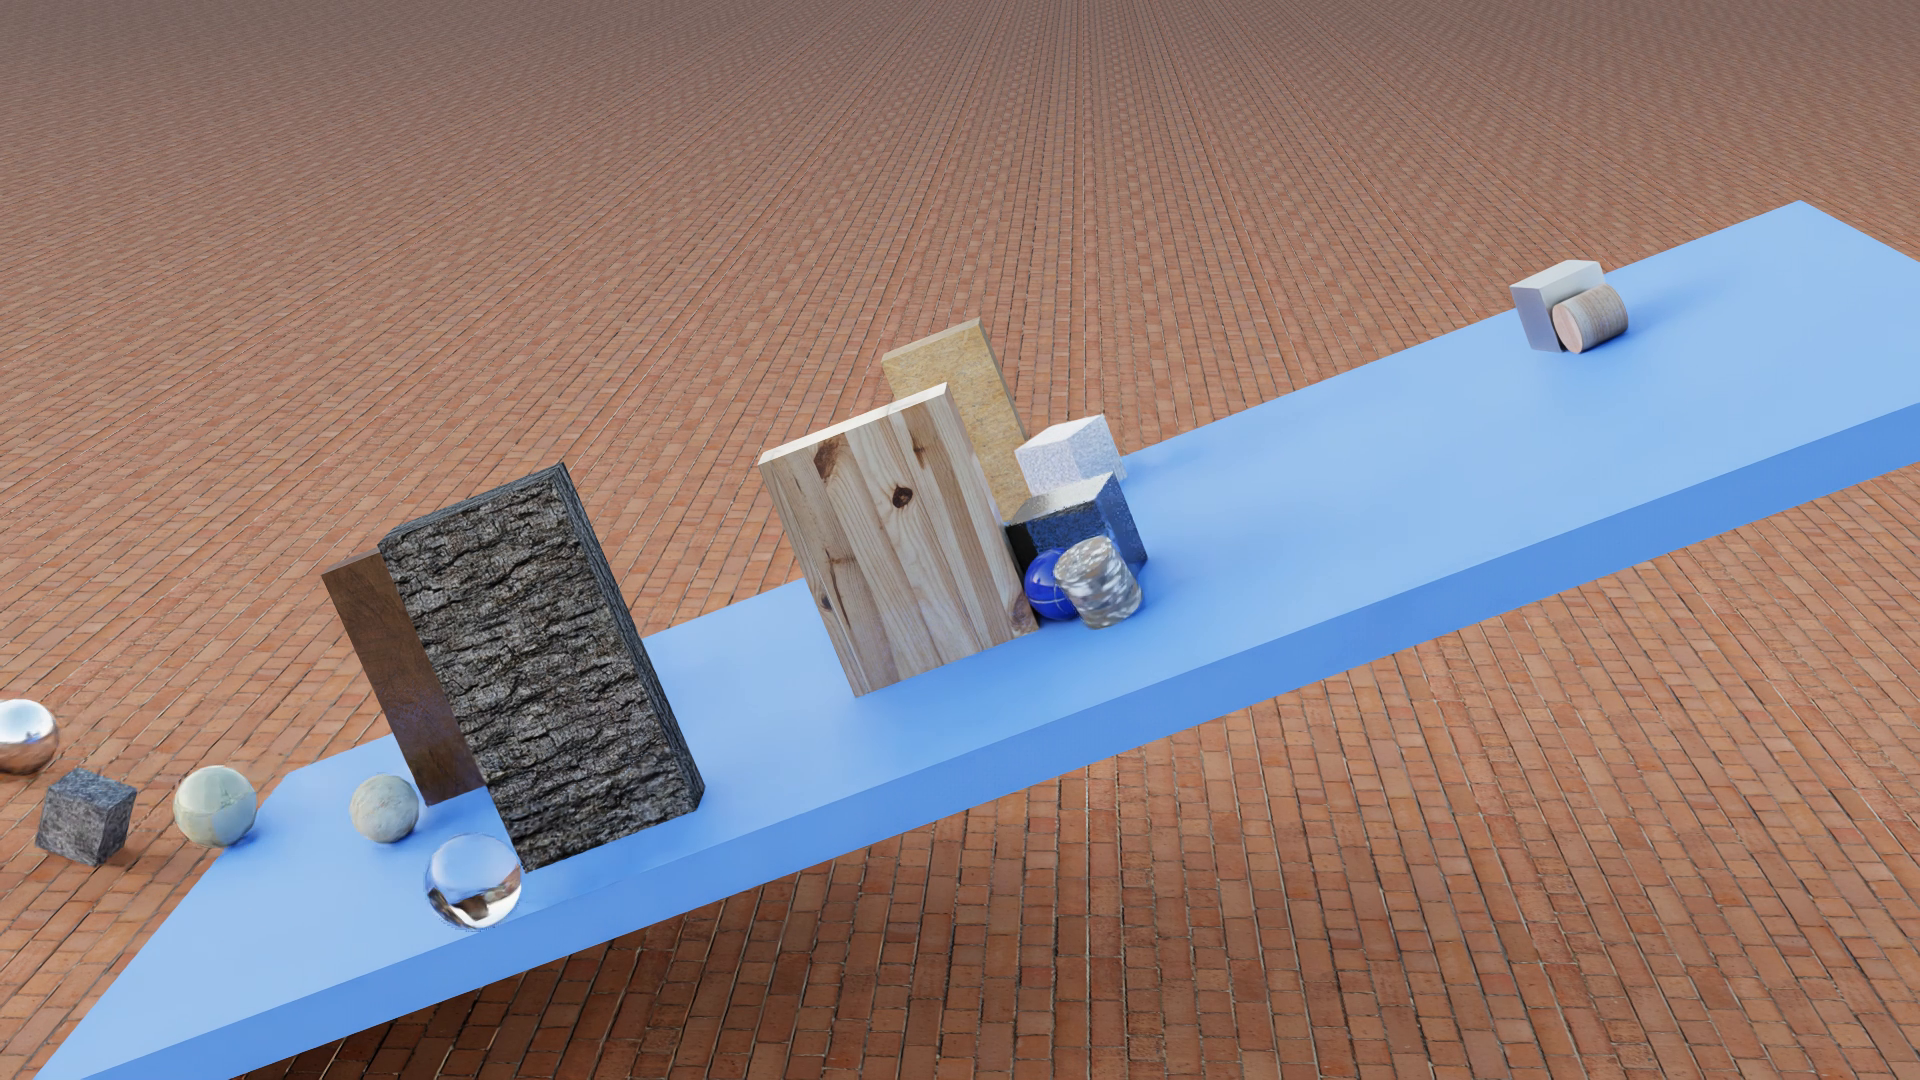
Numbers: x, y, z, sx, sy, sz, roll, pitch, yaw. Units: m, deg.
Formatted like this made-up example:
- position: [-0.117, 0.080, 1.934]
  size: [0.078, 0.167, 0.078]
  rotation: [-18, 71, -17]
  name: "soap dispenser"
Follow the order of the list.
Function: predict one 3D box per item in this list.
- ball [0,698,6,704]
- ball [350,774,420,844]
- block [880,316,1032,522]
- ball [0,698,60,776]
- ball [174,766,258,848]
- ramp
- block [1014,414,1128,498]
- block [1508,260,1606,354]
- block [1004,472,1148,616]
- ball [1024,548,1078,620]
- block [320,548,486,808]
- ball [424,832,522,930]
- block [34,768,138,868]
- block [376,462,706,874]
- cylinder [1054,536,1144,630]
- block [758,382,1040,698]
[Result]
- position: [-2.632, 0.498, 7.888]
  size: [0.187, 0.187, 0.187]
  rotation: [0, 14, 0]
  name: "ball"
- position: [-1.243, 0.580, 6.351]
  size: [0.149, 0.149, 0.149]
  rotation: [0, 14, 0]
  name: "ball"
- position: [0.016, -0.265, 7.035]
  size: [0.248, 0.468, 0.118]
  rotation: [-21, 12, 7]
  name: "block"
- position: [-2.483, 0.520, 7.764]
  size: [0.202, 0.202, 0.202]
  rotation: [0, 14, 0]
  name: "ball"
- position: [-1.759, 0.630, 6.951]
  size: [0.194, 0.194, 0.194]
  rotation: [0, 14, 0]
  name: "ball"
- position: [0.123, 0.174, 6.291]
  size: [4.000, 0.100, 2.000]
  rotation: [-21, 12, 7]
  name: "ramp"
- position: [0.263, -0.180, 6.962]
  size: [0.162, 0.162, 0.162]
  rotation: [-12, 16, 41]
  name: "block"
- position: [1.344, -0.520, 6.536]
  size: [0.153, 0.153, 0.153]
  rotation: [-24, 12, -11]
  name: "block"
- position: [0.243, 0.007, 6.081]
  size: [0.201, 0.201, 0.201]
  rotation: [-18, 13, 20]
  name: "block"
- position: [0.202, 0.088, 5.927]
  size: [0.147, 0.147, 0.147]
  rotation: [0, 14, 0]
  name: "ball"
- position: [-1.124, 0.263, 6.508]
  size: [0.356, 0.572, 0.090]
  rotation: [-21, 12, 7]
  name: "block"
- position: [-0.900, 0.631, 5.443]
  size: [0.177, 0.177, 0.177]
  rotation: [0, 14, 0]
  name: "ball"
- position: [-2.123, 0.673, 7.146]
  size: [0.159, 0.159, 0.159]
  rotation: [19, 16, 5]
  name: "block"
- position: [-0.801, 0.248, 5.673]
  size: [0.361, 0.704, 0.139]
  rotation: [-21, 12, 7]
  name: "block"
- position: [0.272, 0.084, 5.779]
  size: [0.130, 0.130, 0.130]
  rotation: [-27, 26, 14]
  name: "cylinder"
- position: [-0.120, 0.001, 5.978]
  size: [0.403, 0.521, 0.124]
  rotation: [-21, 12, 7]
  name: "block"
